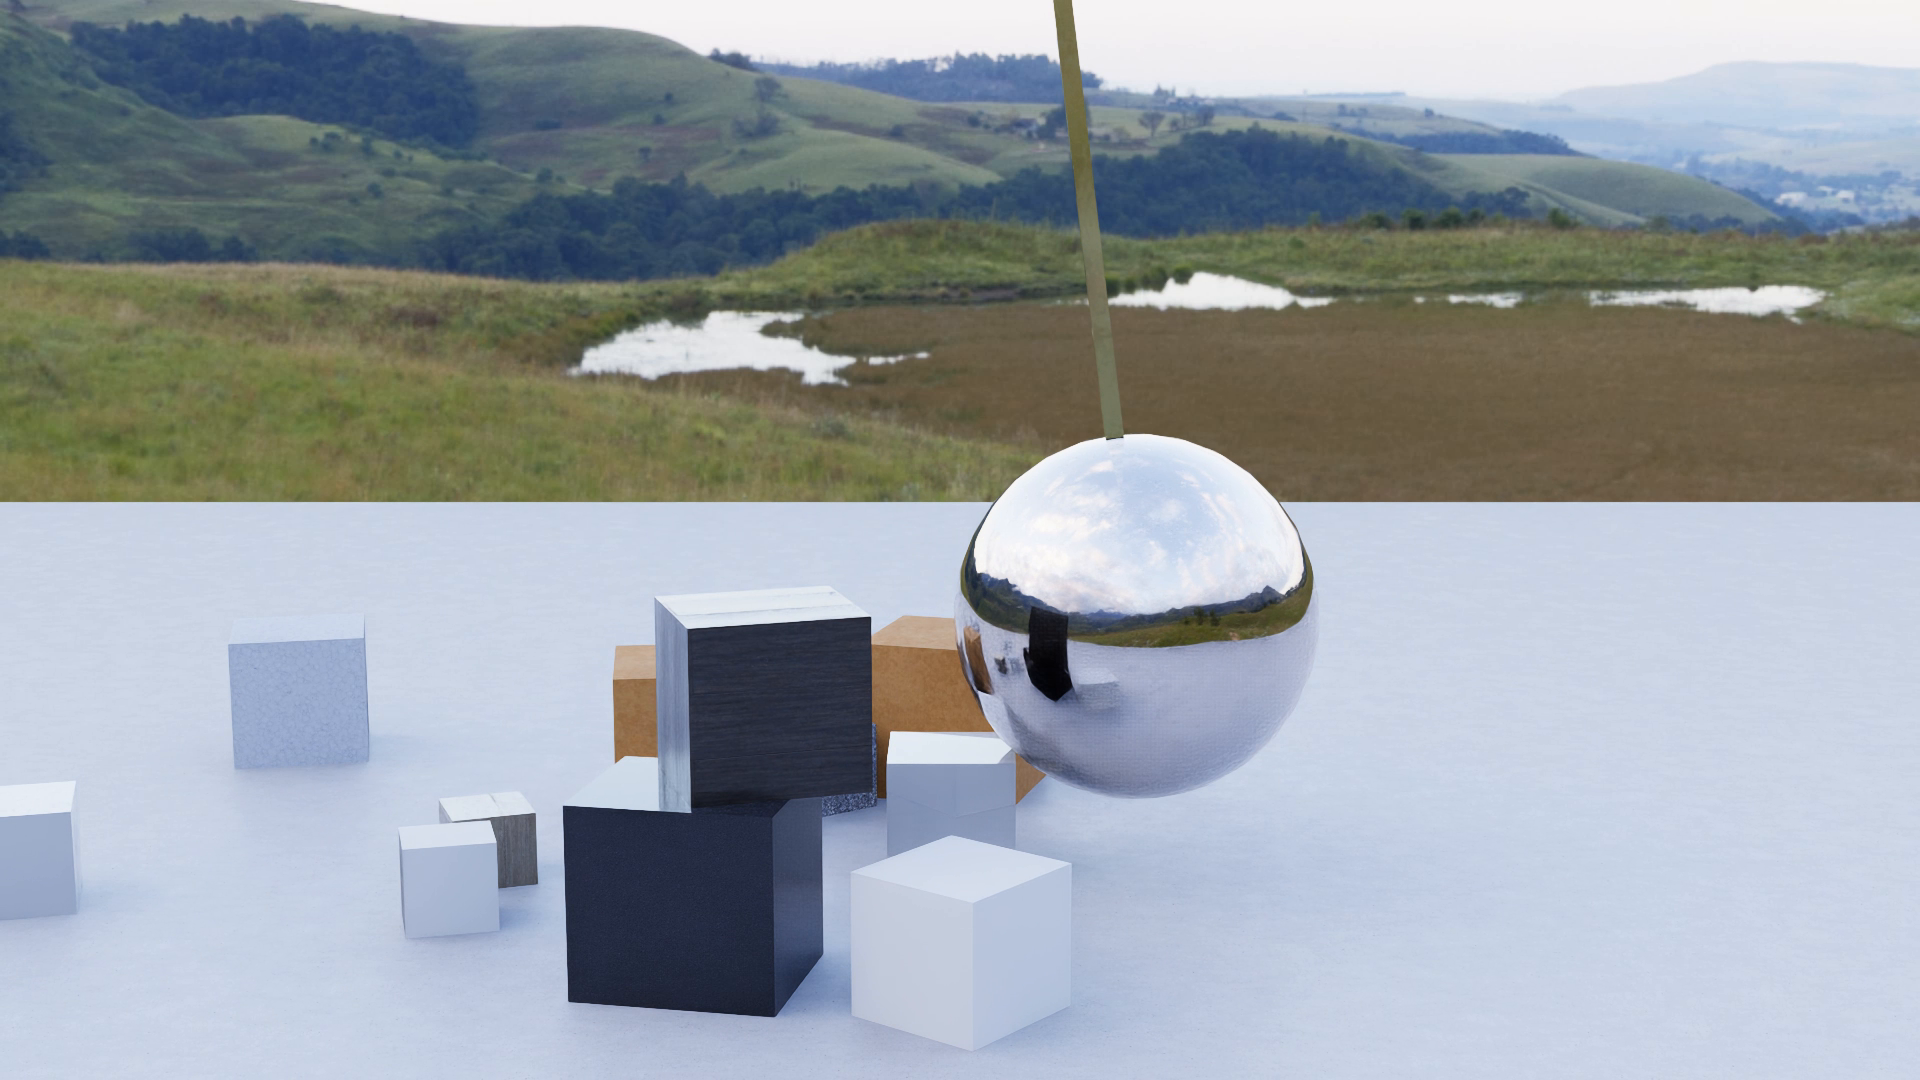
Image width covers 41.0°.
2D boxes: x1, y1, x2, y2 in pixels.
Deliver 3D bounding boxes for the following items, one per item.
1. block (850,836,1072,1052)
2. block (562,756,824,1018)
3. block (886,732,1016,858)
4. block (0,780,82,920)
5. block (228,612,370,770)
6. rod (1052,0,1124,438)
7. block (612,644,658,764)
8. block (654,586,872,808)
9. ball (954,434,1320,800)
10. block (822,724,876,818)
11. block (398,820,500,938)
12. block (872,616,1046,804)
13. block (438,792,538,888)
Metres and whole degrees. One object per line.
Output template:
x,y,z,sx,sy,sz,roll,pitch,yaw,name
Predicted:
0.006,1.509,9.691,0.583,0.564,0.602,8,13,38,block
-1.026,1.337,10.029,0.820,0.781,0.727,2,11,11,block
-0.036,1.195,11.431,0.561,0.559,0.546,0,10,0,block
-4.031,1.331,10.990,0.468,0.449,0.498,-3,11,-16,block
-3.452,0.782,13.436,0.671,0.655,0.635,-2,11,-12,block
0.334,-2.984,10.638,0.080,5.200,0.080,-7,10,1,rod
-1.315,0.946,12.234,0.643,0.762,0.713,-1,10,-6,block
-0.771,0.596,9.991,0.711,0.691,0.627,-3,11,-18,block
0.771,0.333,11.241,1.600,1.600,1.600,0,10,0,ball
-0.689,1.082,12.475,0.393,0.409,0.426,-8,13,-37,block
-2.137,1.415,10.721,0.381,0.380,0.328,-3,11,-15,block
-0.020,0.843,12.773,0.775,0.771,0.698,3,11,17,block
-2.086,1.331,11.337,0.362,0.325,0.368,-4,11,-20,block
